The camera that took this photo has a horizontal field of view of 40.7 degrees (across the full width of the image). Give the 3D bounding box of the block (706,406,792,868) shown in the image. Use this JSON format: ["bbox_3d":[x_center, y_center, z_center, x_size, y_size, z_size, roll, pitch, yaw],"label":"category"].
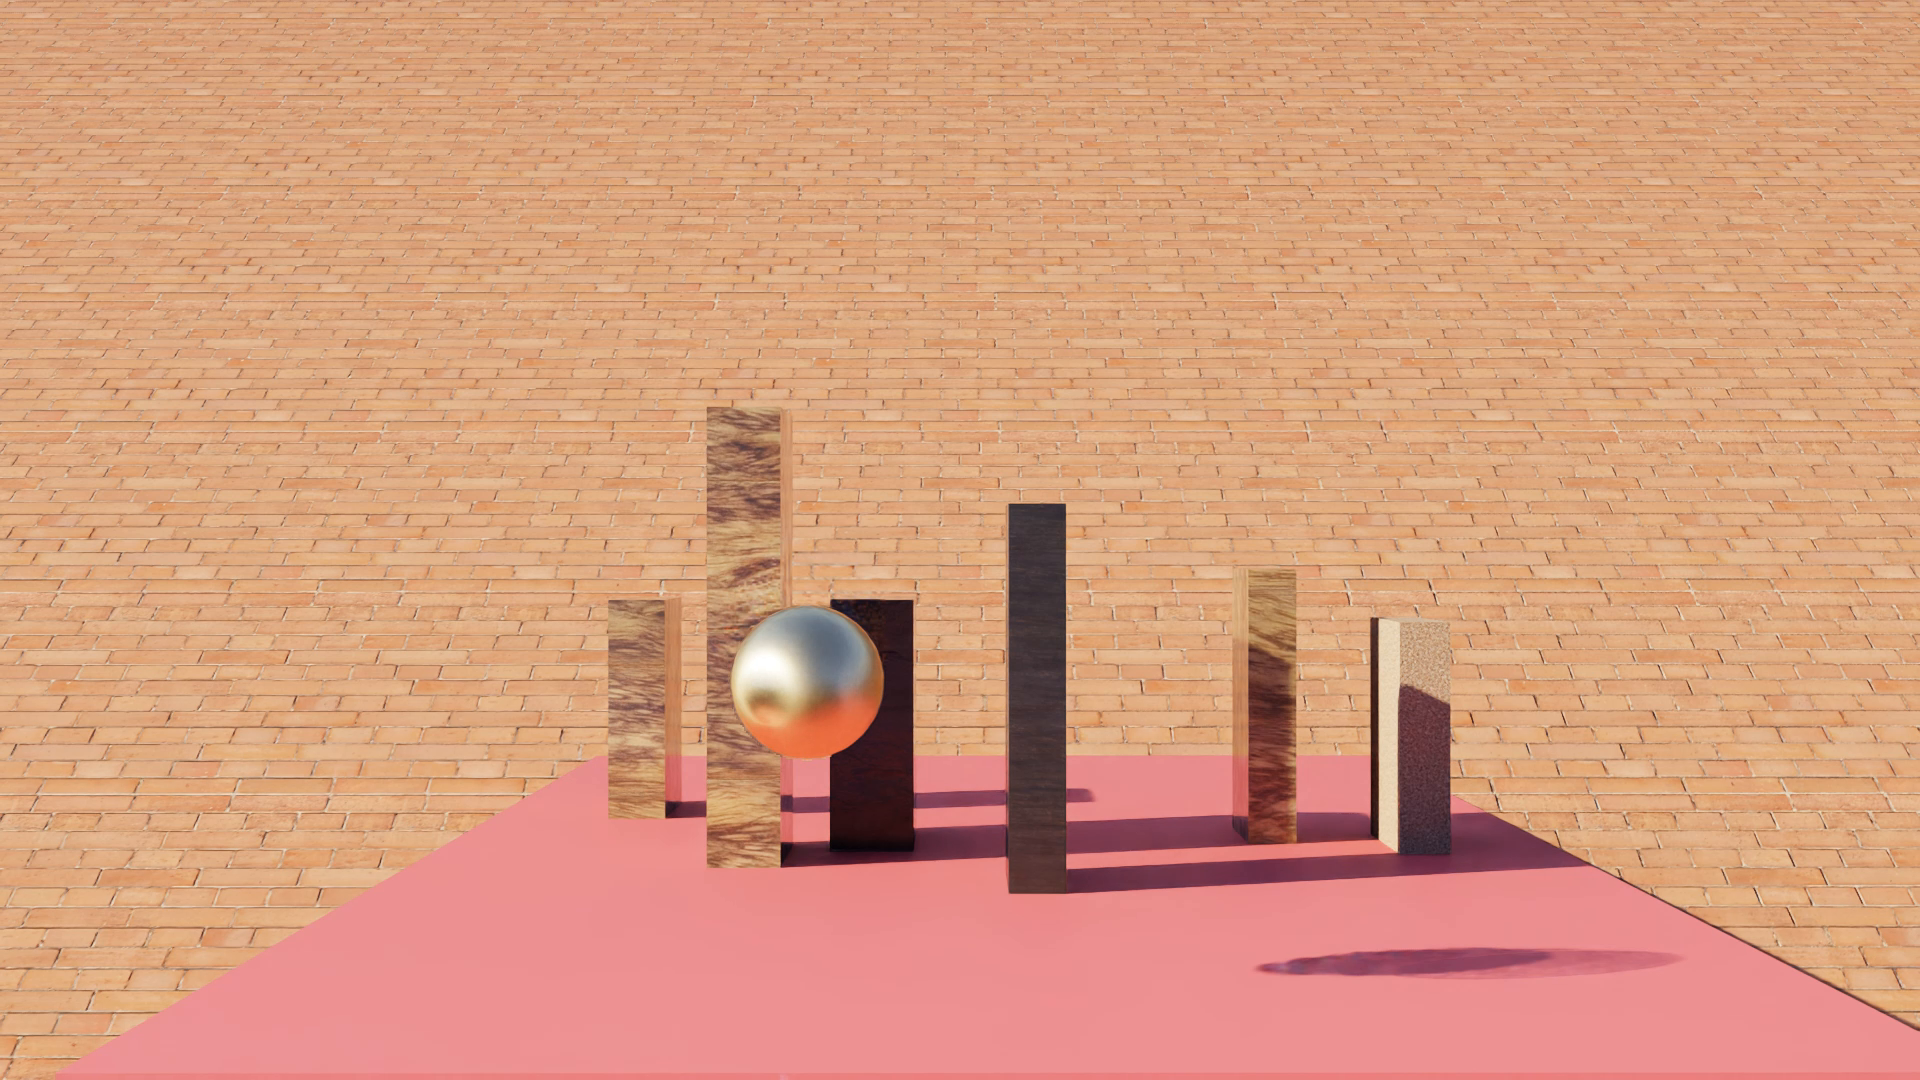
[{"bbox_3d":[-0.364,0.164,4.516,0.124,0.775,0.327,0,0,0],"label":"block"}]

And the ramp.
[{"bbox_3d":[0.068,0.602,4.663,2.000,0.100,4.000,0,0,0],"label":"ramp"}]

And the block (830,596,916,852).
[{"bbox_3d":[-0.157,0.329,4.744,0.148,0.446,0.326,0,0,0],"label":"block"}]

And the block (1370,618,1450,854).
[{"bbox_3d":[0.815,0.348,4.699,0.089,0.407,0.324,0,0,0],"label":"block"}]

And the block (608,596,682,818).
[{"bbox_3d":[-0.641,0.336,5.283,0.113,0.434,0.304,0,0,0],"label":"block"}]

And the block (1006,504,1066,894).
[{"bbox_3d":[0.120,0.247,4.161,0.090,0.607,0.271,0,0,0],"label":"block"}]

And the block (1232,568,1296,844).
[{"bbox_3d":[0.567,0.303,4.836,0.087,0.498,0.274,0,0,0],"label":"block"}]

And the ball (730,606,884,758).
[{"bbox_3d":[-0.181,0.169,3.080,0.182,0.182,0.182,0,30,0],"label":"ball"}]
